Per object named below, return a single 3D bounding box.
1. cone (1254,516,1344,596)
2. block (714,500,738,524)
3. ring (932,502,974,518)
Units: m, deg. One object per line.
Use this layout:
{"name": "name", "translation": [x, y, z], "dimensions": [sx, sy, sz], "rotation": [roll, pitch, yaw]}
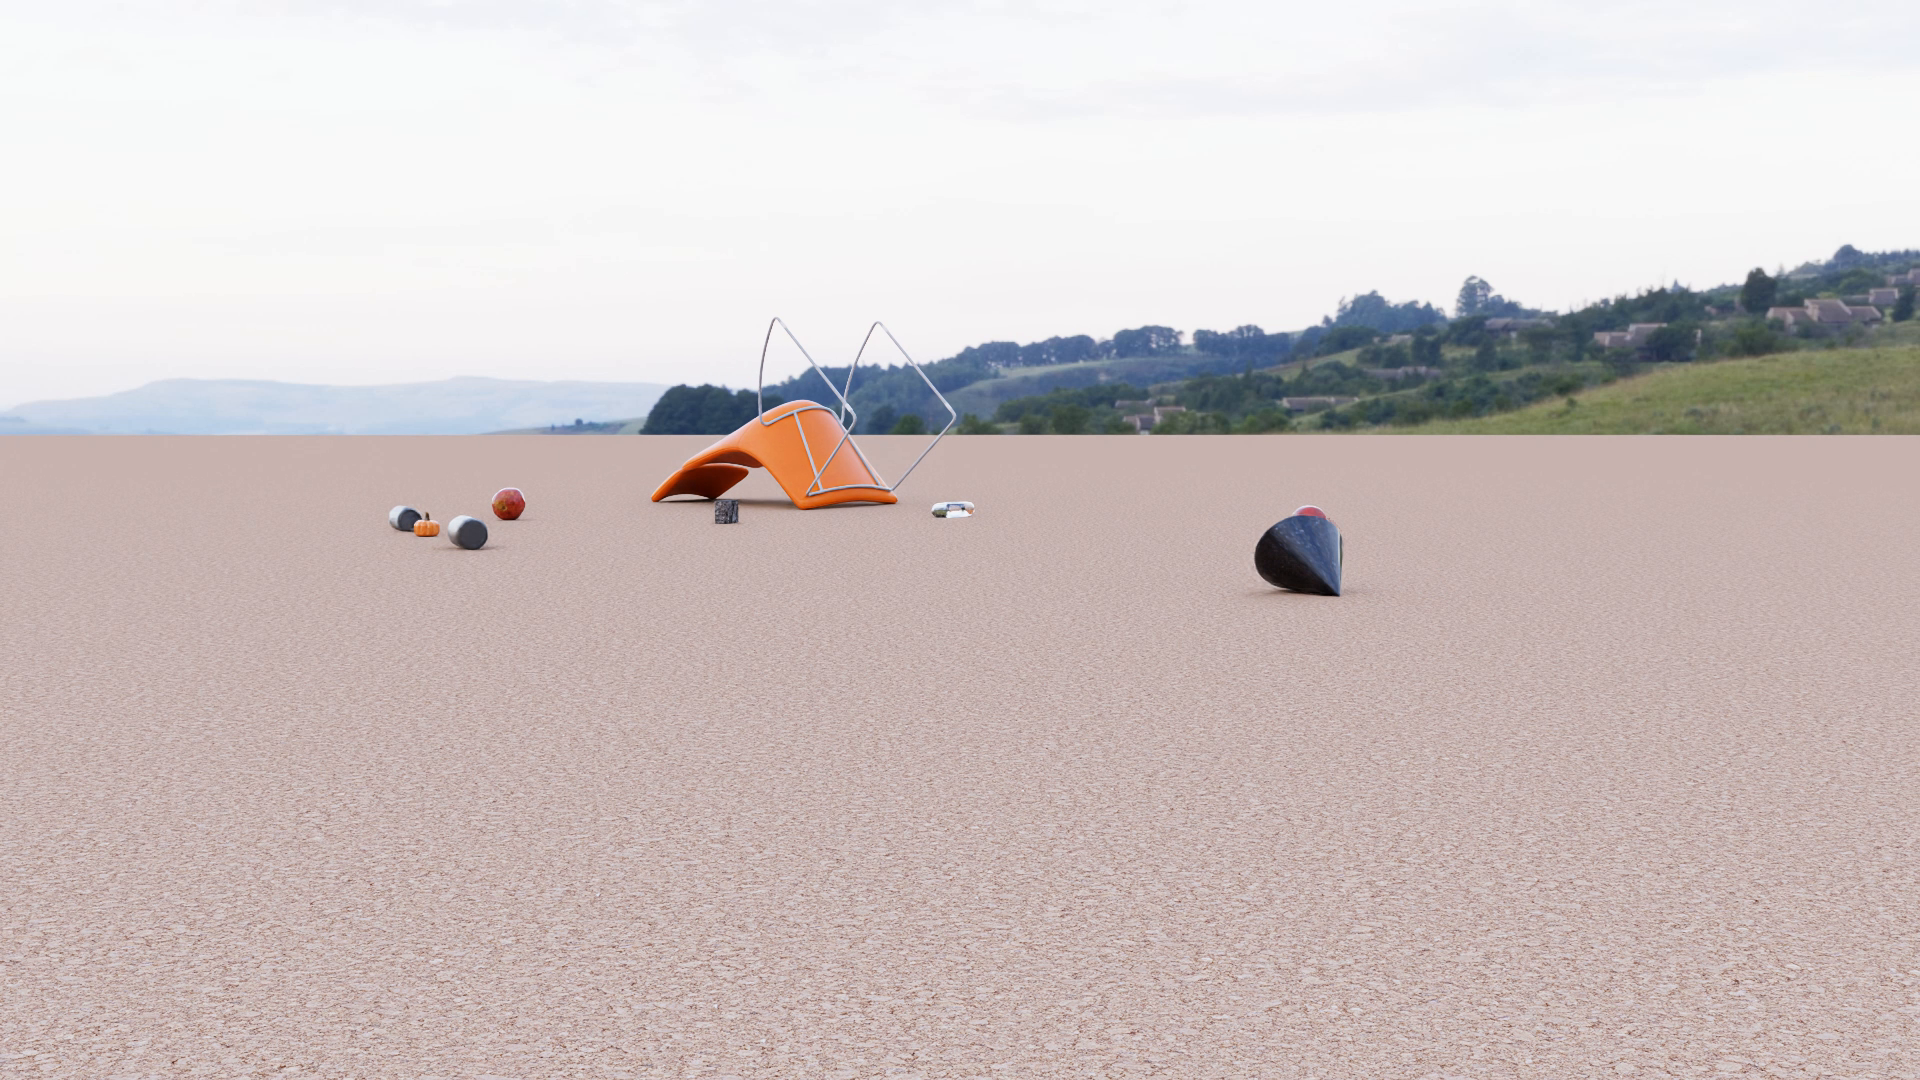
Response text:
{"name": "cone", "translation": [0.788, 0.075, 4.817], "dimensions": [0.251, 0.188, 0.176], "rotation": [20, 22, -37]}
{"name": "block", "translation": [-0.781, -0.094, 7.365], "dimensions": [0.047, 0.076, 0.086], "rotation": [1, 4, 19]}
{"name": "ring", "translation": [-0.024, -0.106, 7.736], "dimensions": [0.101, 0.050, 0.193], "rotation": [2, 5, 44]}
